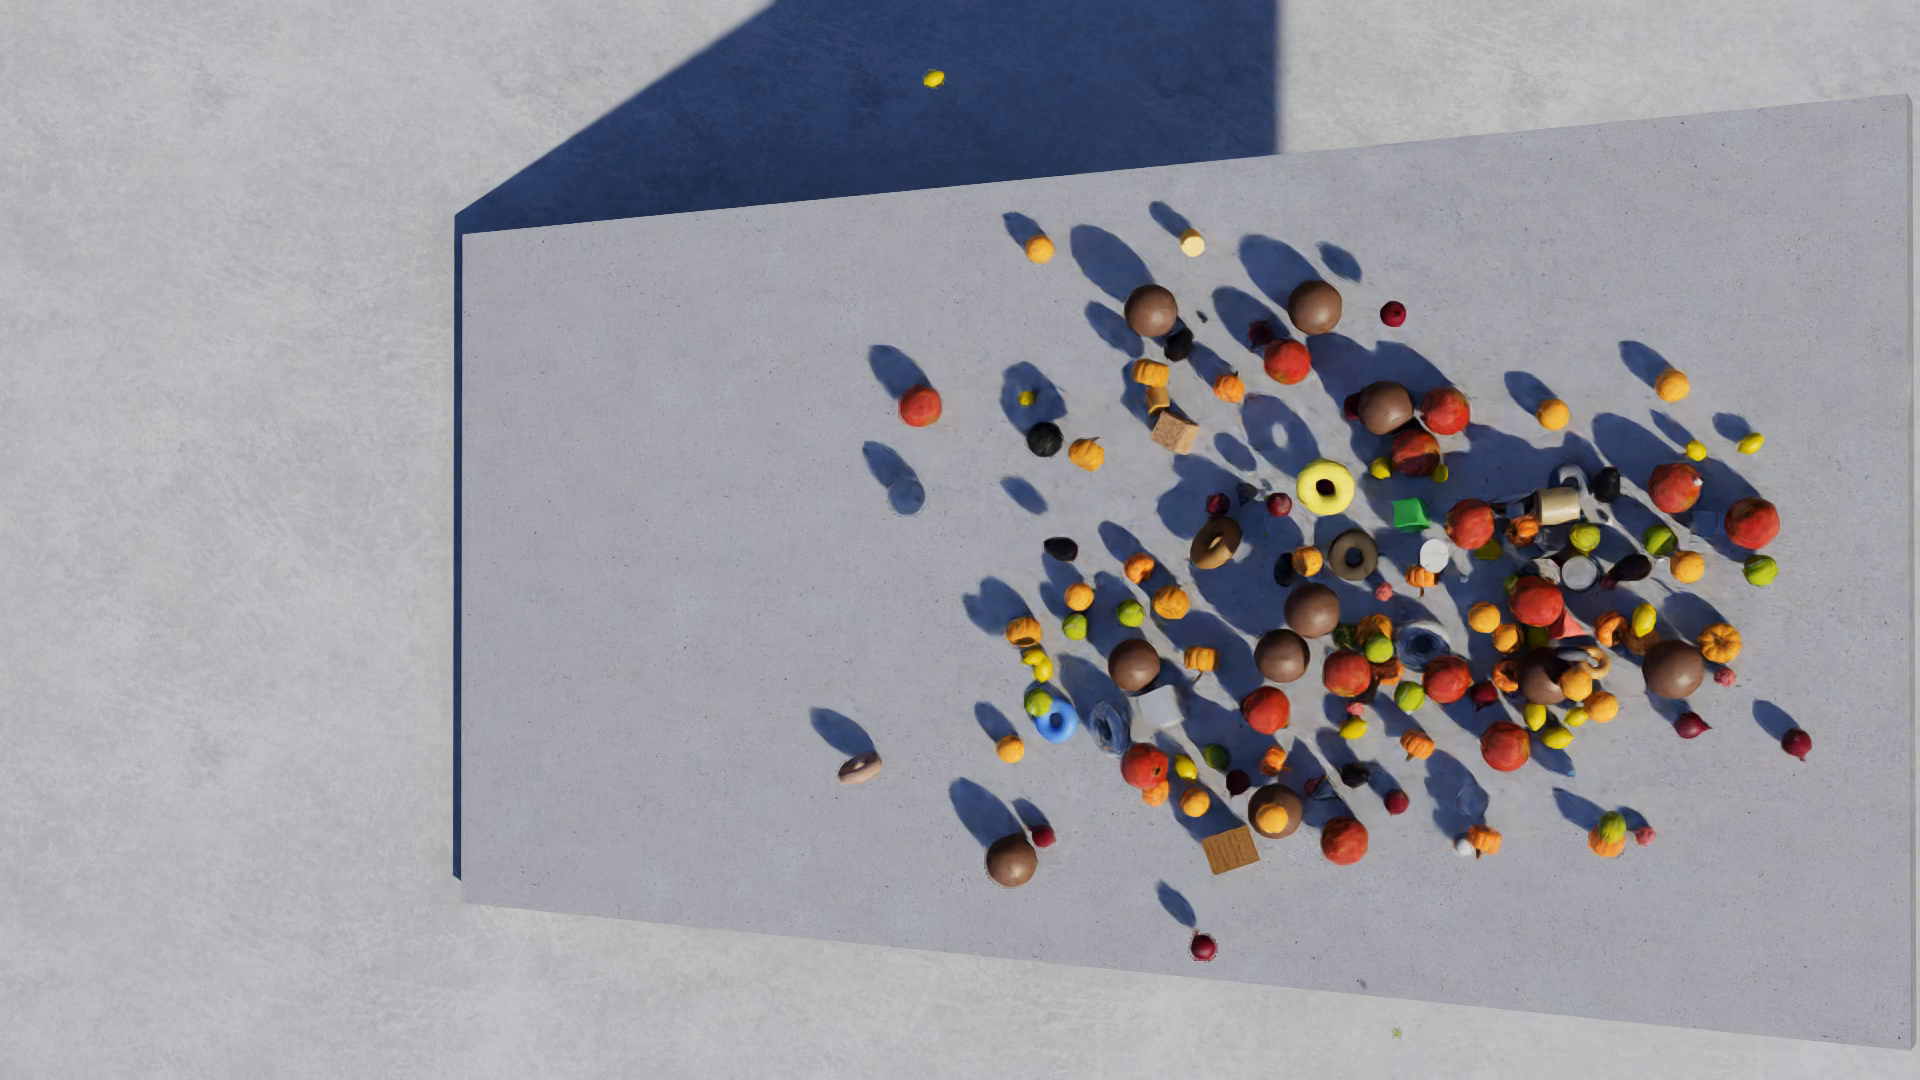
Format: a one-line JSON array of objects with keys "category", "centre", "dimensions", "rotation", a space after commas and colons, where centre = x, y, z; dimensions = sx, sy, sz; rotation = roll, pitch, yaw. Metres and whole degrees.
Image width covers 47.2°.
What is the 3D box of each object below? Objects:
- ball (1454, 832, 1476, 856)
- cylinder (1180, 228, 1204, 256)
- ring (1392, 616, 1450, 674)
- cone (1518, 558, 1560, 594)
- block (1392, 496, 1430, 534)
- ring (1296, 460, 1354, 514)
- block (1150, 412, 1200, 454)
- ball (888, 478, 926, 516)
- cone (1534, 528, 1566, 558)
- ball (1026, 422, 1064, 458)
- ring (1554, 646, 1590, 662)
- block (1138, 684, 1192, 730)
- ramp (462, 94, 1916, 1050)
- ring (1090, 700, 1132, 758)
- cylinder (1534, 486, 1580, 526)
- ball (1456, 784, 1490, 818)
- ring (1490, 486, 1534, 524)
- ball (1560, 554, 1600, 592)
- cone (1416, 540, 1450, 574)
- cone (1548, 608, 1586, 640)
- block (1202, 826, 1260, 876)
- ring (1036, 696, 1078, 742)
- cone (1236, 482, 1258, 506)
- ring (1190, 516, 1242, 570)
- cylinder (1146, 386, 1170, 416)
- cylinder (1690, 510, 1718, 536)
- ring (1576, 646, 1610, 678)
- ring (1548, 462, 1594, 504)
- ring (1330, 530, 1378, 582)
[{"category": "ball", "centre": [1.154, 0.696, 5.031], "dimensions": [0.051, 0.051, 0.051], "rotation": [0, 89, 0]}, {"category": "cylinder", "centre": [0.564, -0.724, 5.355], "dimensions": [0.052, 0.052, 0.052], "rotation": [-1, 119, -3]}, {"category": "ring", "centre": [1.066, 0.242, 5.076], "dimensions": [0.131, 0.044, 0.131], "rotation": [-1, 85, 13]}, {"category": "cone", "centre": [1.286, 0.060, 4.913], "dimensions": [0.093, 0.093, 0.093], "rotation": [1, 117, 2]}, {"category": "block", "centre": [1.043, -0.057, 5.085], "dimensions": [0.061, 0.061, 0.061], "rotation": [-12, 68, 34]}, {"category": "ring", "centre": [0.852, -0.123, 5.131], "dimensions": [0.138, 0.046, 0.138], "rotation": [9, 116, 18]}, {"category": "block", "centre": [0.526, -0.262, 5.385], "dimensions": [0.076, 0.076, 0.076], "rotation": [31, 104, 26]}, {"category": "ball", "centre": [-0.137, -0.114, 5.749], "dimensions": [0.100, 0.100, 0.100], "rotation": [0, 89, 0]}, {"category": "cone", "centre": [1.315, 0.024, 4.923], "dimensions": [0.071, 0.071, 0.071], "rotation": [0, 46, 0]}, {"category": "ball", "centre": [0.215, -0.254, 5.553], "dimensions": [0.093, 0.093, 0.093], "rotation": [0, 89, 0]}, {"category": "ring", "centre": [1.339, 0.249, 4.815], "dimensions": [0.077, 0.077, 0.026], "rotation": [6, 93, 0]}, {"category": "block", "centre": [0.501, 0.410, 5.384], "dimensions": [0.086, 0.086, 0.086], "rotation": [-25, 76, 25]}, {"category": "ramp", "centre": [0.271, 0.075, 5.629], "dimensions": [4.000, 0.100, 2.000], "rotation": [0, 89, 30]}, {"category": "ring", "centre": [0.373, 0.469, 5.452], "dimensions": [0.048, 0.145, 0.145], "rotation": [-12, 89, -29]}, {"category": "cylinder", "centre": [1.322, -0.076, 4.873], "dimensions": [0.082, 0.082, 0.082], "rotation": [-6, 89, 2]}, {"category": "ball", "centre": [1.167, 0.594, 5.010], "dimensions": [0.075, 0.075, 0.075], "rotation": [0, 89, 0]}, {"category": "ring", "centre": [1.248, -0.078, 4.957], "dimensions": [0.112, 0.112, 0.037], "rotation": [-28, 119, 0]}, {"category": "ball", "centre": [1.375, 0.075, 4.878], "dimensions": [0.084, 0.084, 0.084], "rotation": [0, 89, 0]}, {"category": "cone", "centre": [1.069, 0.035, 5.054], "dimensions": [0.078, 0.078, 0.078], "rotation": [-1, 92, -19]}, {"category": "cone", "centre": [1.368, 0.199, 4.915], "dimensions": [0.077, 0.077, 0.077], "rotation": [21, 89, -8]}, {"category": "block", "centre": [0.652, 0.748, 5.295], "dimensions": [0.090, 0.090, 0.090], "rotation": [-24, 78, 27]}, {"category": "ring", "centre": [0.243, 0.455, 5.562], "dimensions": [0.116, 0.039, 0.116], "rotation": [0, 90, 29]}, {"category": "cone", "centre": [0.687, -0.100, 5.321], "dimensions": [0.055, 0.055, 0.055], "rotation": [17, 129, 0]}, {"category": "ring", "centre": [0.618, 0.007, 5.309], "dimensions": [0.049, 0.146, 0.146], "rotation": [39, 90, -27]}, {"category": "cylinder", "centre": [0.486, -0.341, 5.405], "dimensions": [0.055, 0.055, 0.055], "rotation": [-7, 60, 0]}, {"category": "cylinder", "centre": [1.615, -0.035, 4.772], "dimensions": [0.054, 0.054, 0.054], "rotation": [3, 92, 0]}, {"category": "ring", "centre": [1.402, 0.271, 4.874], "dimensions": [0.081, 0.027, 0.081], "rotation": [5, 58, -8]}, {"category": "ring", "centre": [1.367, -0.124, 4.926], "dimensions": [0.103, 0.034, 0.103], "rotation": [2, 93, 31]}, {"category": "ring", "centre": [0.926, 0.036, 5.174], "dimensions": [0.121, 0.040, 0.121], "rotation": [1, 91, 30]}]
